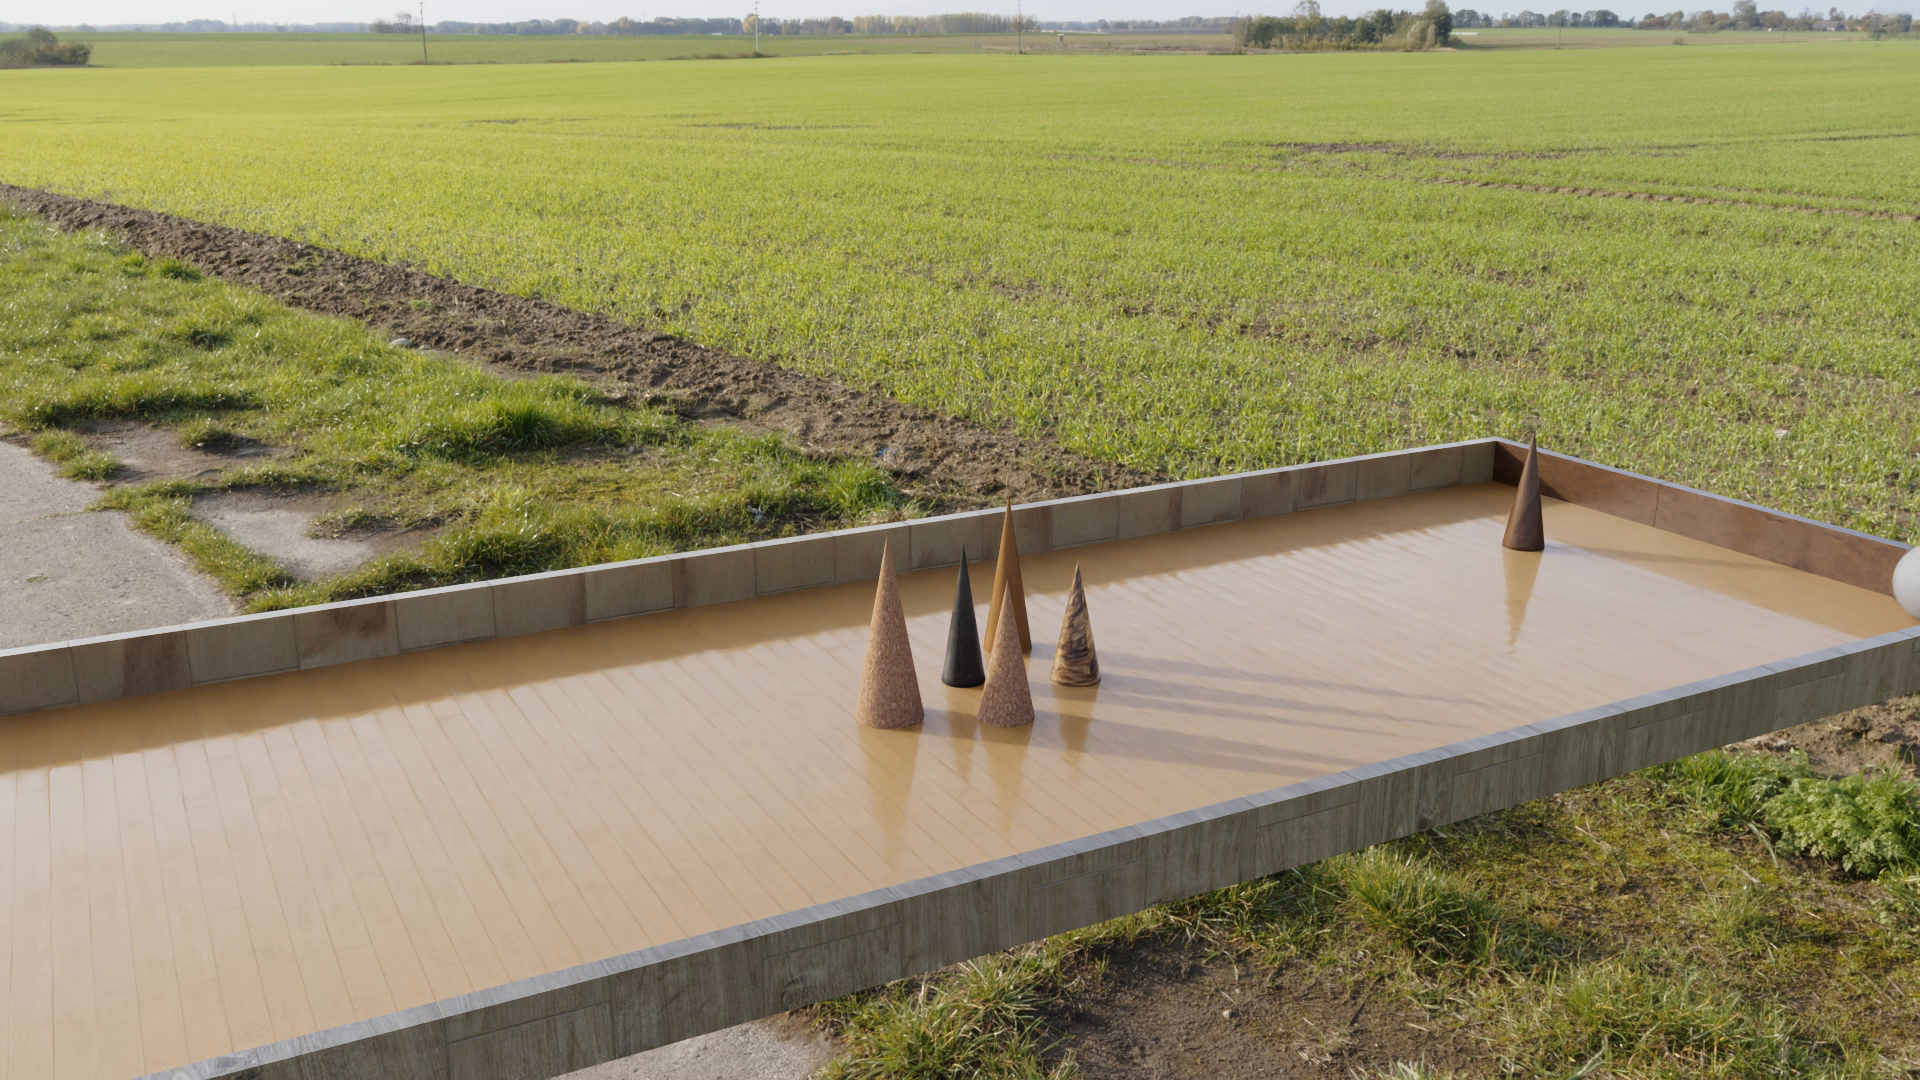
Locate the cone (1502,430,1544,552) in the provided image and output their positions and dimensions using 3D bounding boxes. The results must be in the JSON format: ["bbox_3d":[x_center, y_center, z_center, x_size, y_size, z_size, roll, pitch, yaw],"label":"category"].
[{"bbox_3d":[1.807,-0.166,5.238,0.132,0.385,0.132,0,16,0],"label":"cone"}]

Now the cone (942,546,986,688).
[{"bbox_3d":[0.009,0.180,4.105,0.111,0.359,0.111,0,16,0],"label":"cone"}]

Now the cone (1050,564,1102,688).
[{"bbox_3d":[0.292,0.199,4.124,0.130,0.313,0.130,0,16,0],"label":"cone"}]

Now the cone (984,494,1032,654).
[{"bbox_3d":[0.127,0.082,4.327,0.129,0.422,0.129,0,16,0],"label":"cone"}]

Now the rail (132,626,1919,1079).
[{"bbox_3d":[-2.336,1.006,1.665,12.000,0.150,0.050,-9,18,-27],"label":"rail"}]

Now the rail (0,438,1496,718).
[{"bbox_3d":[-3.305,0.497,3.399,12.000,0.150,0.050,-9,18,-27],"label":"rail"}]

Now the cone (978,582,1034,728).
[{"bbox_3d":[0.110,0.256,3.878,0.136,0.342,0.136,0,16,0],"label":"cone"}]

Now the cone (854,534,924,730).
[{"bbox_3d":[-0.168,0.202,3.866,0.166,0.452,0.166,0,16,0],"label":"cone"}]

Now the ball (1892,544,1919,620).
[{"bbox_3d":[2.699,0.118,4.537,0.234,0.234,0.234,0,16,0],"label":"ball"}]

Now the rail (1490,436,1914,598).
[{"bbox_3d":[2.466,-0.048,5.253,0.050,0.150,2.100,-9,18,-27],"label":"rail"}]
